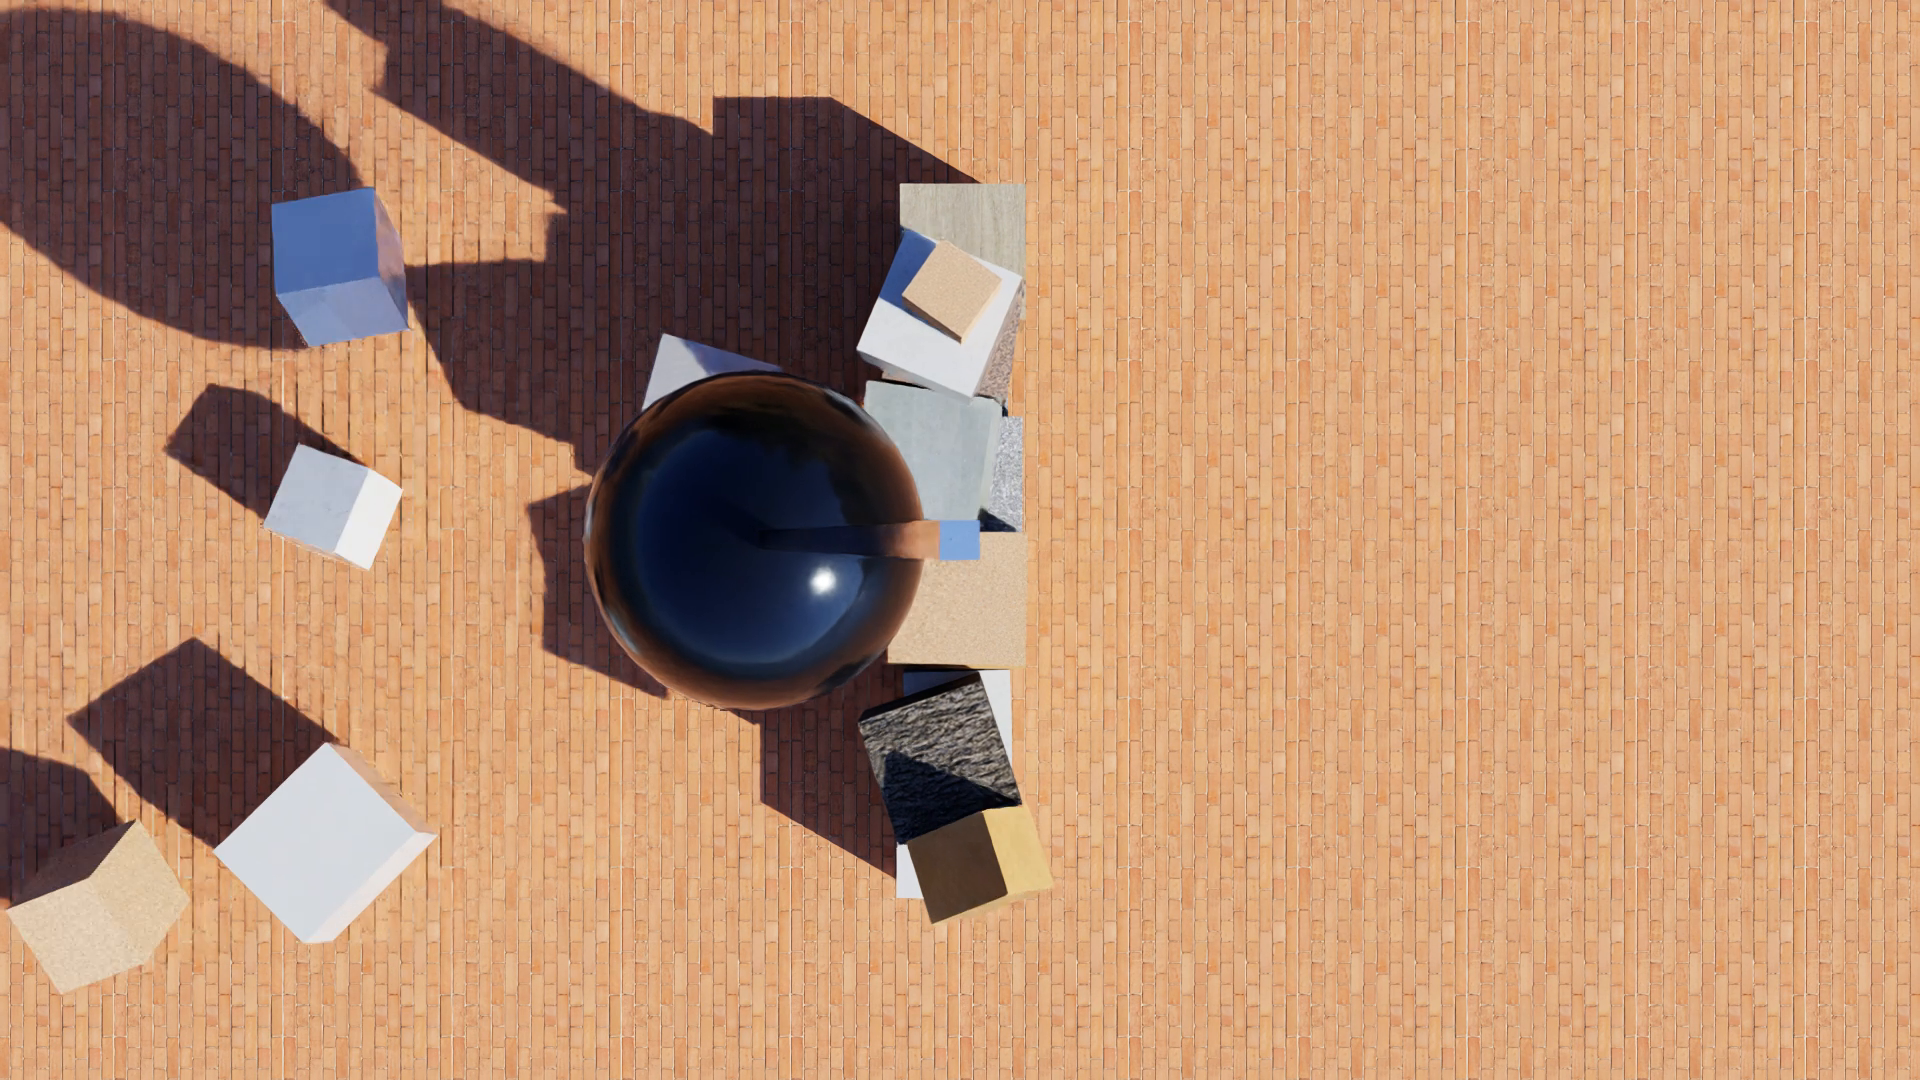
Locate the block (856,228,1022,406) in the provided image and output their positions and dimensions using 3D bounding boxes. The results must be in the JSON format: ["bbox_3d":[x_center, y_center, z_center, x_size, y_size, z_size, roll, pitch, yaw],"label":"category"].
[{"bbox_3d":[-0.103,-1.125,11.223,0.617,0.689,0.649,23,90,0],"label":"block"}]

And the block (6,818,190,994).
[{"bbox_3d":[-4.894,2.078,12.518,0.556,0.672,0.588,-21,109,11],"label":"block"}]

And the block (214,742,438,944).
[{"bbox_3d":[-3.602,1.730,12.560,0.722,0.715,0.847,44,81,4],"label":"block"}]

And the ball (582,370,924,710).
[{"bbox_3d":[-0.960,0.000,10.321,1.600,1.600,1.600,0,90,0],"label":"ball"}]

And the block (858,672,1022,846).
[{"bbox_3d":[-0.106,1.172,11.950,0.684,0.817,0.685,-19,90,0],"label":"block"}]

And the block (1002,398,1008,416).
[{"bbox_3d":[-0.011,-0.955,12.705,0.564,0.590,0.514,0,90,0],"label":"block"}]

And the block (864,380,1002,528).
[{"bbox_3d":[-0.179,-0.458,11.955,0.680,0.716,0.677,9,91,4],"label":"block"}]

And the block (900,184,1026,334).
[{"bbox_3d":[0.016,-1.599,12.597,0.697,0.807,0.754,0,90,0],"label":"block"}]

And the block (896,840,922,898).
[{"bbox_3d":[-0.014,1.733,12.704,0.684,0.591,0.572,0,90,0],"label":"block"}]

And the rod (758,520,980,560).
[{"bbox_3d":[-0.416,0.000,6.965,0.080,5.200,0.080,0,90,-9],"label":"rod"}]

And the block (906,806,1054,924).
[{"bbox_3d":[0.105,1.687,11.440,0.510,0.440,0.447,-26,73,30],"label":"block"}]

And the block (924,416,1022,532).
[{"bbox_3d":[-0.009,-0.329,12.664,0.722,0.671,0.726,0,90,0],"label":"block"}]

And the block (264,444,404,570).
[{"bbox_3d":[-3.600,-0.187,12.654,0.471,0.476,0.512,19,80,13],"label":"block"}]

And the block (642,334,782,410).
[{"bbox_3d":[-1.467,-0.587,12.372,0.692,0.736,0.694,16,131,-9],"label":"block"}]

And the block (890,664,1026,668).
[{"bbox_3d":[-0.015,0.380,12.648,0.764,0.704,0.682,0,90,0],"label":"block"}]

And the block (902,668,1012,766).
[{"bbox_3d":[-0.012,1.064,12.680,0.601,0.641,0.653,-1,90,0],"label":"block"}]

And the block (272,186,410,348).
[{"bbox_3d":[-3.327,-1.464,11.822,0.545,0.551,0.570,-10,65,-1],"label":"block"}]

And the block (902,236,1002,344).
[{"bbox_3d":[-0.038,-1.208,10.686,0.349,0.385,0.340,35,90,0],"label":"block"}]

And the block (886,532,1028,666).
[{"bbox_3d":[-0.013,0.307,11.969,0.734,0.653,0.705,1,90,0],"label":"block"}]

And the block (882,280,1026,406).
[{"bbox_3d":[-0.033,-1.108,11.878,0.666,0.626,0.630,9,89,0],"label":"block"}]
